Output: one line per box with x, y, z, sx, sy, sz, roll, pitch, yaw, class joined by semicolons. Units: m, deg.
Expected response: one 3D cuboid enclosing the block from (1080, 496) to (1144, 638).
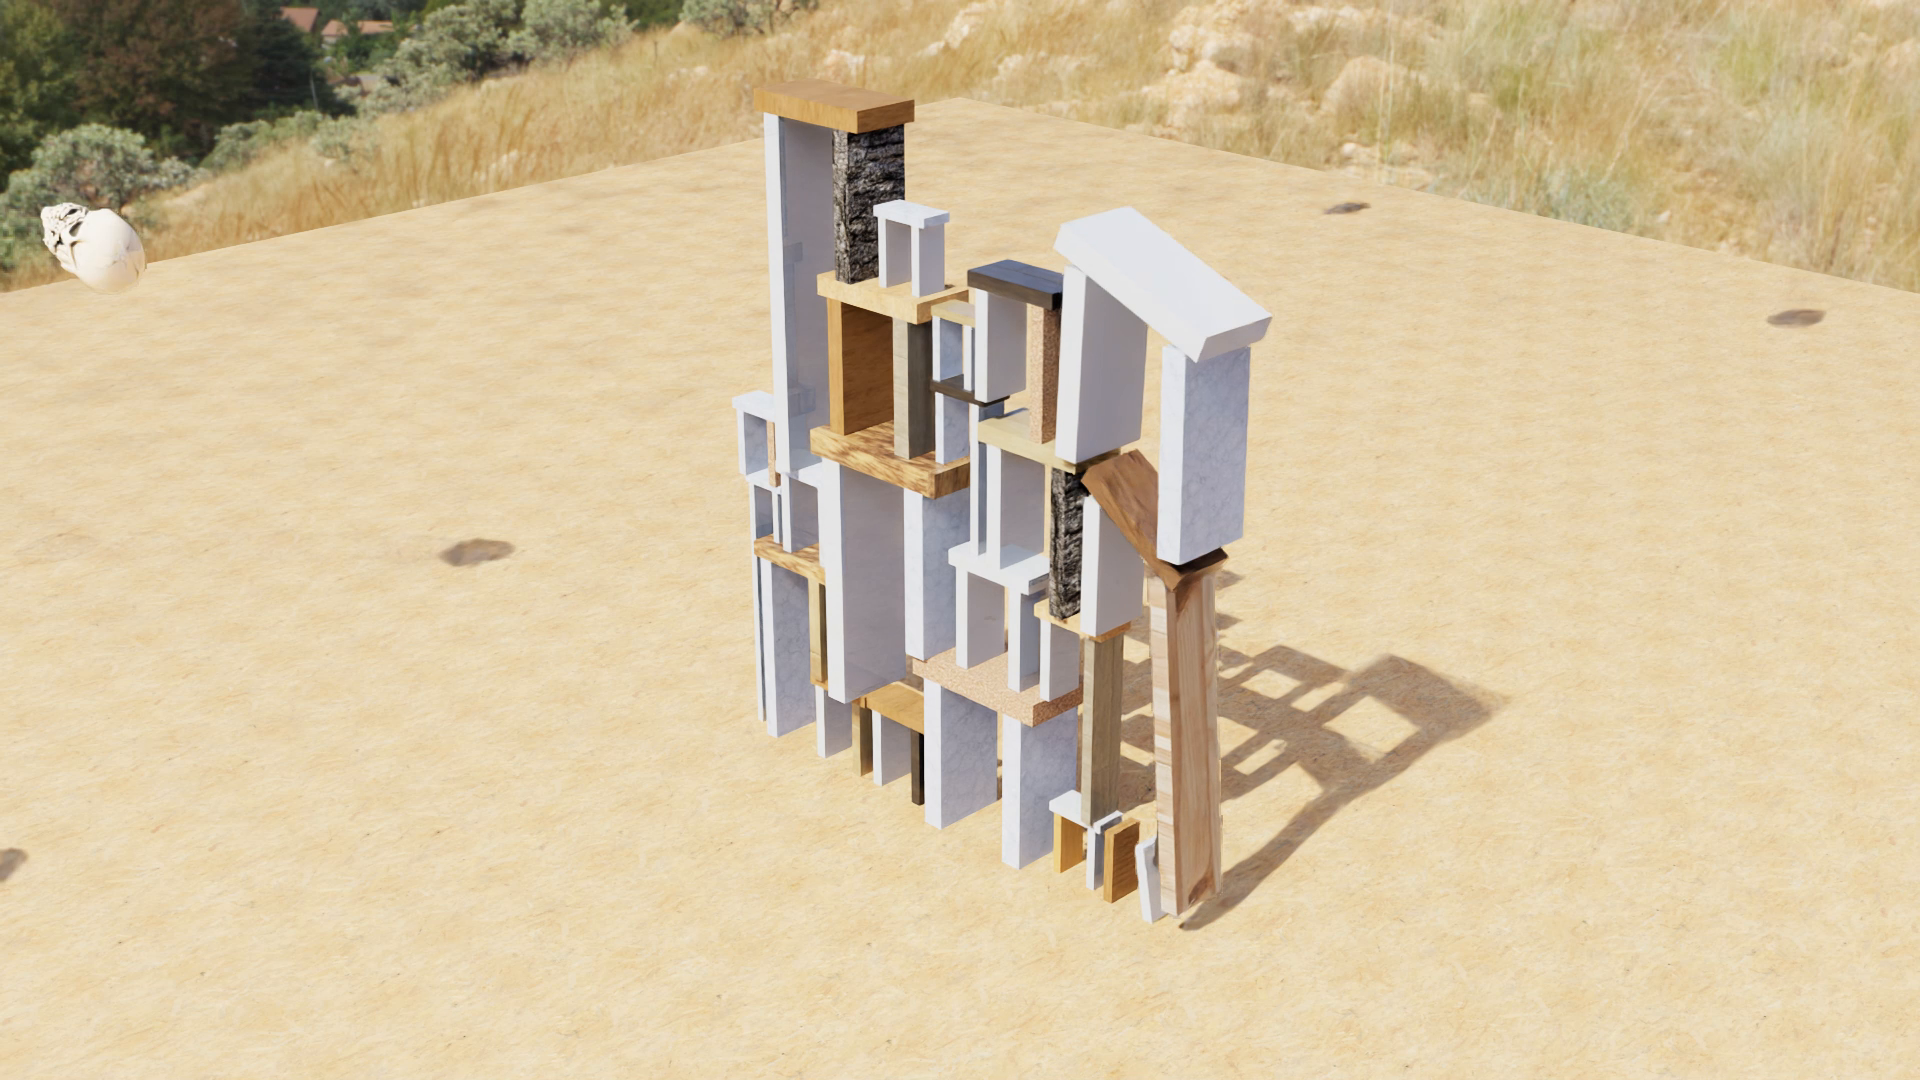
0.275;0.032;3.931;0.037;0.258;0.129;22;31;40;block

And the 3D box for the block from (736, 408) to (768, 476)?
-0.430;-0.213;4.605;0.072;0.143;0.020;-21;31;-41;block

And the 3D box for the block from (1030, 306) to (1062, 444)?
0.171;-0.304;3.900;0.104;0.252;0.030;-21;31;-40;block

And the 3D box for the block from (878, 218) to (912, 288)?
-0.122;-0.544;4.120;0.019;0.133;0.067;21;31;40;block

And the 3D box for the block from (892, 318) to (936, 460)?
-0.063;-0.302;4.166;0.039;0.273;0.136;21;31;40;block

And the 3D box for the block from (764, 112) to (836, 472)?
-0.307;-0.494;4.354;0.041;0.724;0.145;21;31;41;block

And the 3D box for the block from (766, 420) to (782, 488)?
-0.363;-0.187;4.543;0.020;0.143;0.072;21;31;41;block

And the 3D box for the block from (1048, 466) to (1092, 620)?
0.217;-0.009;3.988;0.121;0.291;0.034;-21;31;-40;block

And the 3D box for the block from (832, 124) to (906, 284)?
-0.170;-0.640;4.142;0.041;0.291;0.145;21;31;40;block

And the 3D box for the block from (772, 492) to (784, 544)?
-0.364;-0.055;4.598;0.016;0.112;0.056;21;31;41;block

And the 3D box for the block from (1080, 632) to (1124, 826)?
0.264;0.344;4.081;0.023;0.386;0.082;21;31;40;block

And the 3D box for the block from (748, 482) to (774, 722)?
-0.417;0.131;4.734;0.016;0.560;0.056;21;31;41;block

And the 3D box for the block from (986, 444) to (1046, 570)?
0.104;-0.077;4.083;0.034;0.241;0.121;21;31;41;block

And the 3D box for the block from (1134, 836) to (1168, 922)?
0.365;0.627;4.090;0.075;0.149;0.021;-21;21;-41;block

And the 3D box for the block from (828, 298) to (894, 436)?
-0.192;-0.352;4.284;0.039;0.273;0.136;21;31;40;block

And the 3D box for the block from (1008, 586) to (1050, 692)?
0.138;0.174;4.143;0.029;0.208;0.104;21;31;41;block

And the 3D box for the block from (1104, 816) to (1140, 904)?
0.304;0.604;4.146;0.021;0.149;0.075;21;31;41;block

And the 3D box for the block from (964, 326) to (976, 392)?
0.036;-0.341;4.042;0.062;0.123;0.017;-21;31;-40;block

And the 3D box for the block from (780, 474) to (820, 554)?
-0.328;-0.066;4.552;0.024;0.170;0.085;21;31;40;block

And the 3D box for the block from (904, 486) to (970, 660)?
-0.027;0.044;4.271;0.049;0.347;0.174;21;31;41;block

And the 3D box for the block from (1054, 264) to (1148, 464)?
0.249;-0.320;3.820;0.172;0.345;0.049;-21;33;-40;block

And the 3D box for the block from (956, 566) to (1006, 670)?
0.040;0.136;4.233;0.029;0.208;0.104;21;31;41;block

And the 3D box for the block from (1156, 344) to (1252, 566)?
0.412;-0.160;3.711;0.172;0.374;0.049;-21;30;-40;block

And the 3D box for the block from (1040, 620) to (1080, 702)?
0.187;0.212;4.109;0.023;0.165;0.082;21;31;41;block

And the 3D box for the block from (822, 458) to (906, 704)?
-0.191;0.062;4.456;0.049;0.525;0.174;21;31;40;block

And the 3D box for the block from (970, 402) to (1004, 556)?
0.051;-0.120;4.112;0.020;0.299;0.070;21;31;41;block

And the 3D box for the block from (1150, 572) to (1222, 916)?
0.405;0.357;3.928;0.129;0.644;0.037;-21;26;-40;block

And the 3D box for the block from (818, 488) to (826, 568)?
-0.248;-0.035;4.479;0.024;0.170;0.085;21;31;40;block

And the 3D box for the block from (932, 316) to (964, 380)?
-0.022;-0.364;4.096;0.062;0.123;0.017;-21;31;-40;block

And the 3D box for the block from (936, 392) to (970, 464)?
-0.014;-0.219;4.141;0.020;0.139;0.070;21;31;40;block

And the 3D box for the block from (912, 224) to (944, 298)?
-0.059;-0.520;4.062;0.019;0.133;0.067;21;31;40;block

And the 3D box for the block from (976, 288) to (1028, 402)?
0.075;-0.363;3.983;0.030;0.209;0.104;21;31;41;block
